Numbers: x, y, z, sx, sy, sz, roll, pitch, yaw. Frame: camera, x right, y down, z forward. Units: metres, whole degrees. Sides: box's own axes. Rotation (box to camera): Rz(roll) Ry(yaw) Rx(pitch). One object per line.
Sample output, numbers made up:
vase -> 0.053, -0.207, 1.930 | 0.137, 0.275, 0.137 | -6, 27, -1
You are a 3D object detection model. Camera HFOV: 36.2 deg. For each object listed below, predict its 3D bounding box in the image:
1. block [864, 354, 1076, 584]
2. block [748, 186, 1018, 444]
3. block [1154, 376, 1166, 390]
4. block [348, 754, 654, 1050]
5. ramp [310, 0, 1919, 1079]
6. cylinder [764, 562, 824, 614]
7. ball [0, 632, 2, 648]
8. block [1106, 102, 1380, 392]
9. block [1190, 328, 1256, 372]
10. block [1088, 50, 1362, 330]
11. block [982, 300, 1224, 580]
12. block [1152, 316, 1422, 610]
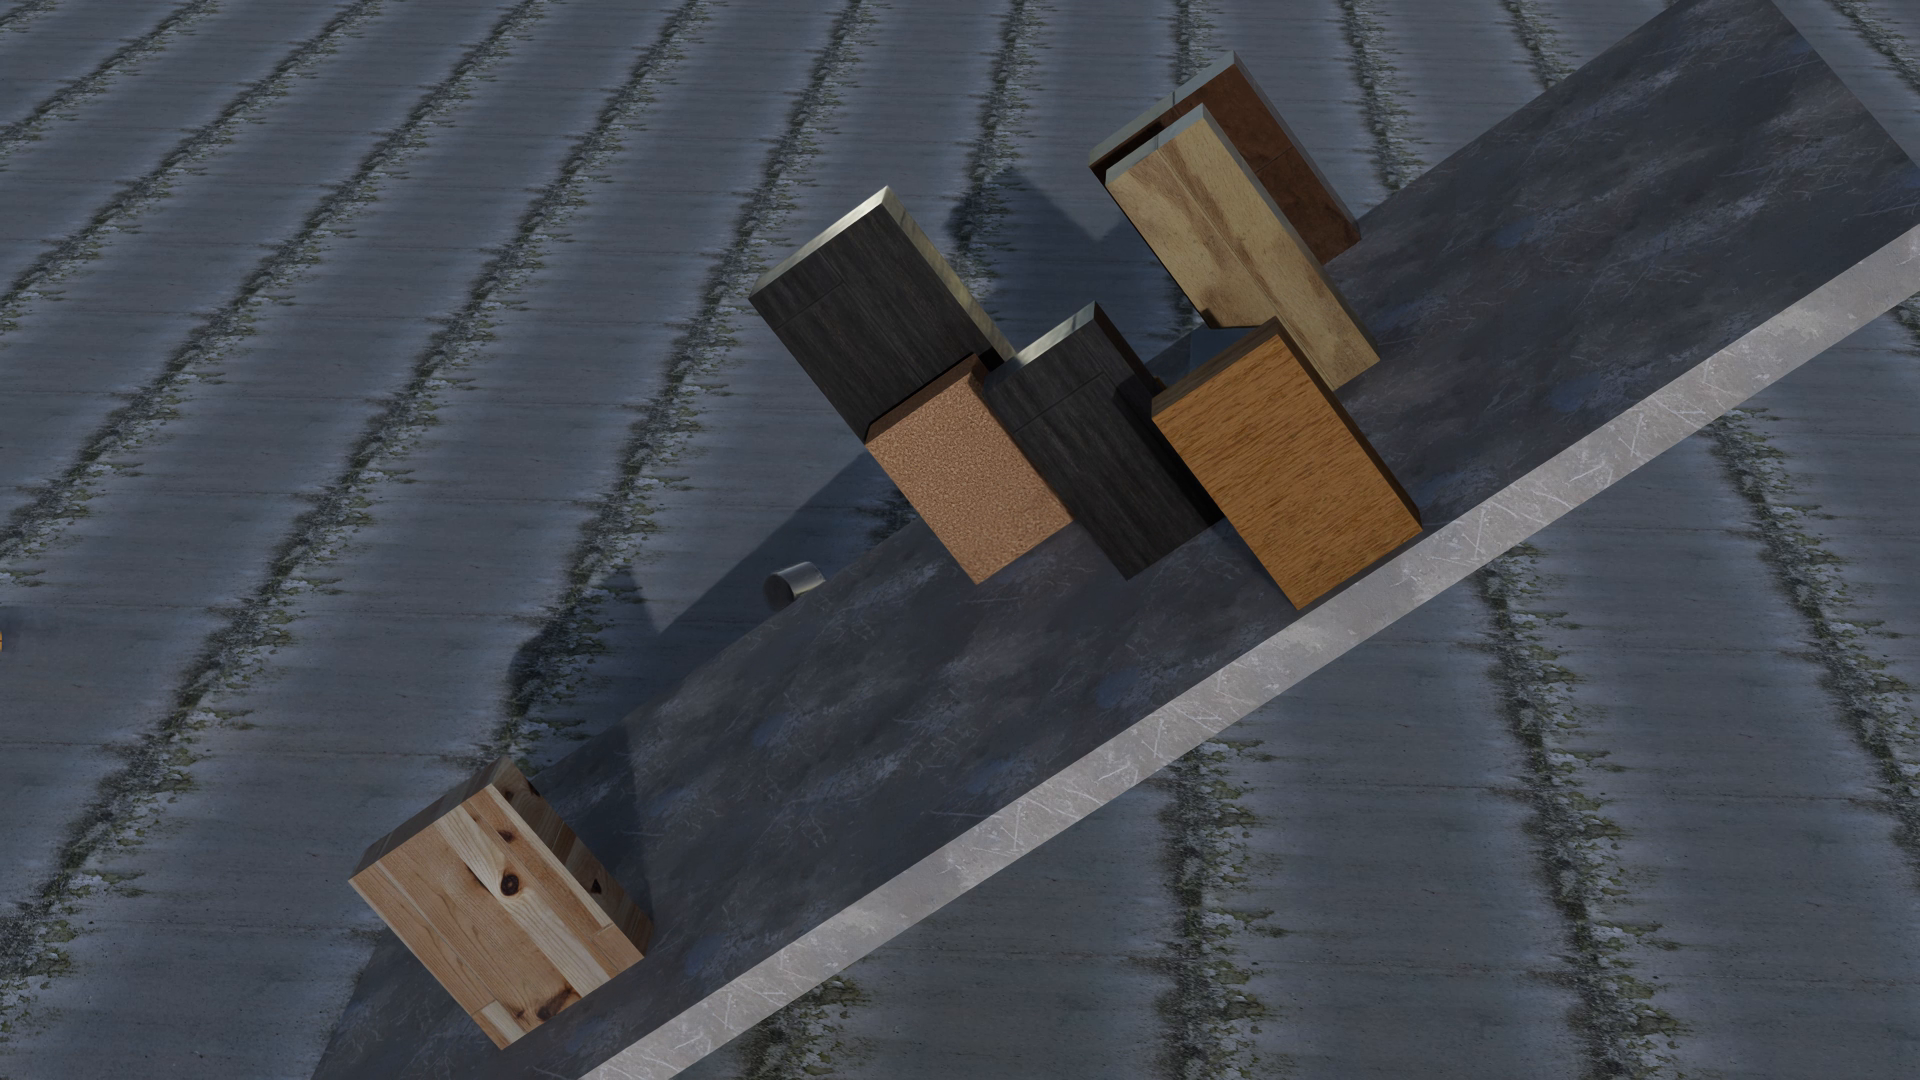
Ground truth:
block -> 0.034, -0.156, 6.525 | 0.293, 0.409, 0.129 | -34, 16, 16
block -> -0.084, -0.374, 6.706 | 0.380, 0.783, 0.144 | -34, 16, 16
block -> 0.386, -0.238, 6.421 | 0.165, 0.165, 0.165 | -44, 16, -18
block -> -0.936, 0.744, 6.025 | 0.387, 0.484, 0.131 | -34, 16, 16
ramp -> 0.130, 0.178, 6.319 | 4.000, 0.100, 2.000 | -34, 16, 16
cylinder -> -0.531, 0.157, 9.451 | 0.141, 0.141, 0.141 | 20, 30, 39
ball -> -3.028, 0.312, 9.089 | 0.131, 0.131, 0.131 | 0, 22, 0
block -> 0.581, -0.564, 6.034 | 0.241, 0.628, 0.122 | -34, 16, 16
block -> 0.566, -0.305, 5.937 | 0.180, 0.180, 0.180 | -2, 65, 13
block -> 0.617, -0.805, 6.853 | 0.408, 0.512, 0.142 | -34, 16, 16
block -> 0.302, -0.197, 5.886 | 0.272, 0.489, 0.118 | -34, 16, 16
block -> 0.575, -0.133, 5.172 | 0.265, 0.446, 0.103 | -34, 16, 16
